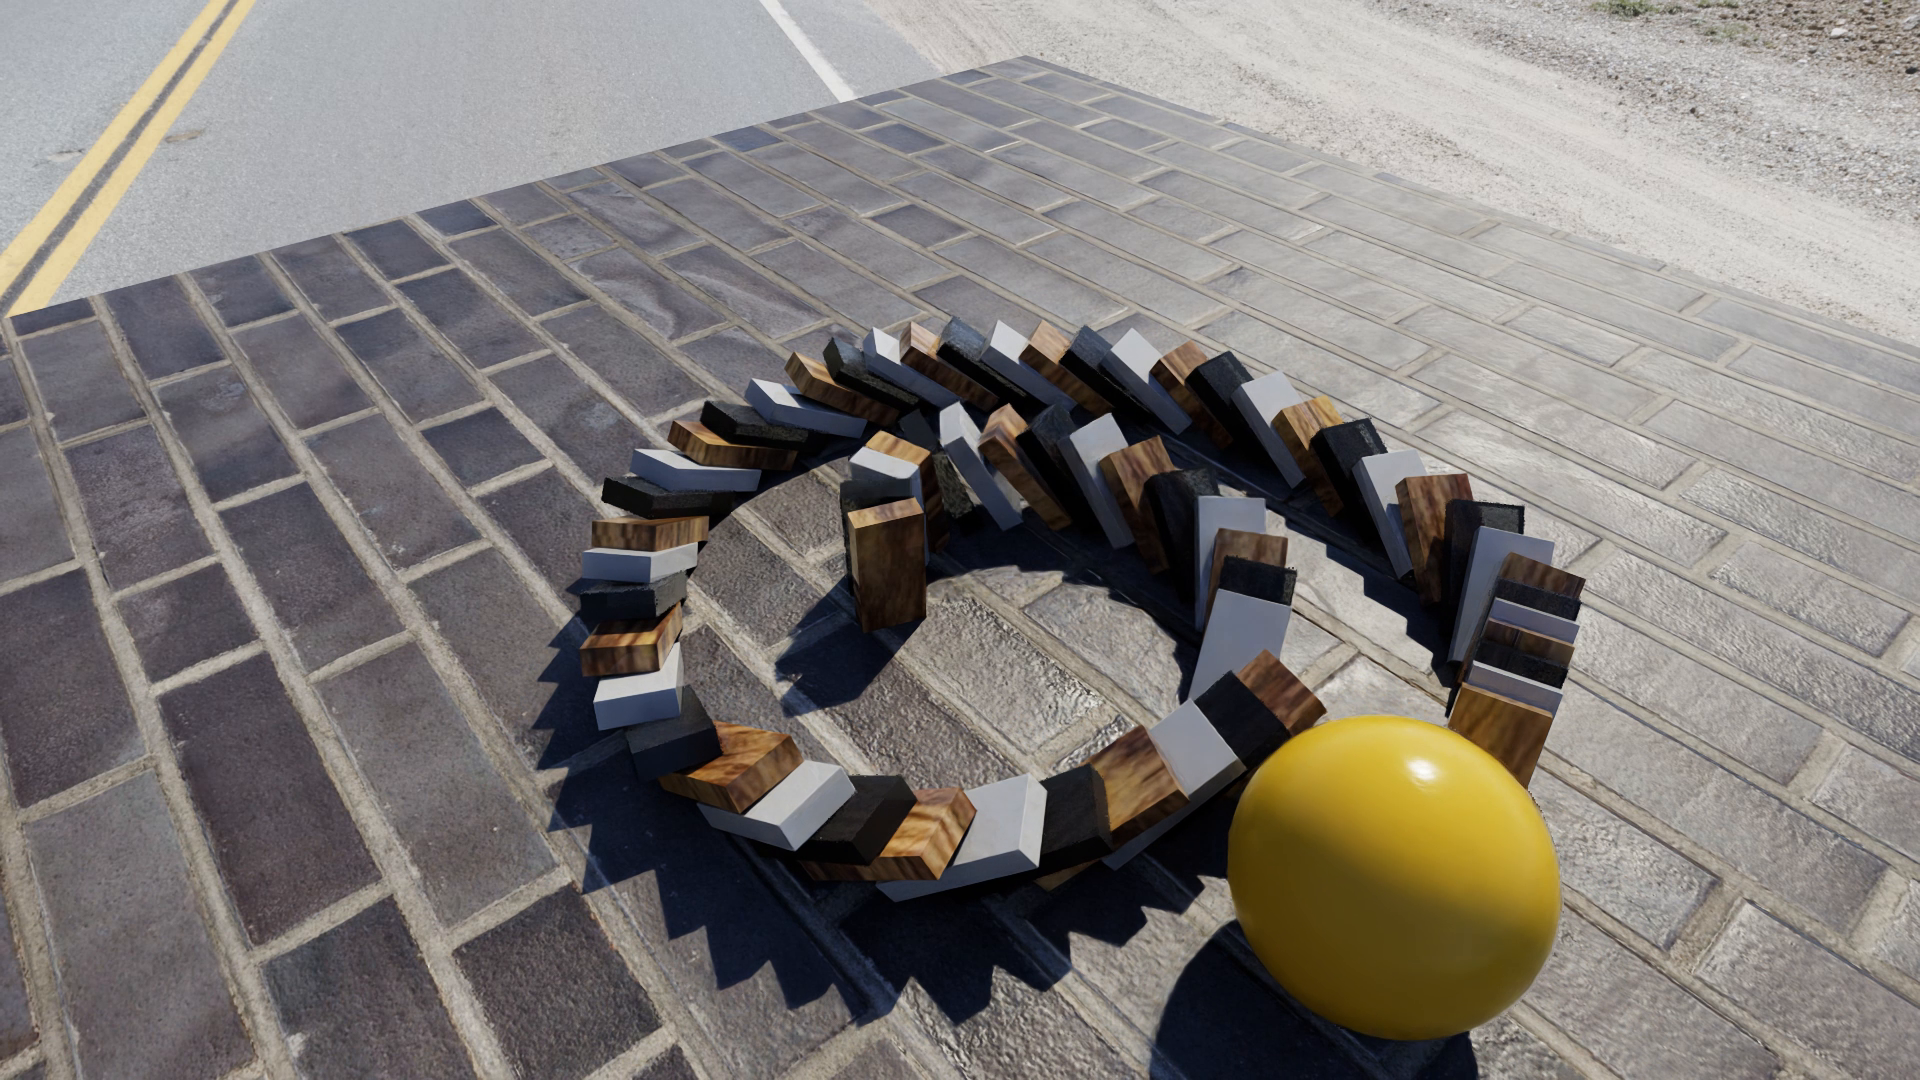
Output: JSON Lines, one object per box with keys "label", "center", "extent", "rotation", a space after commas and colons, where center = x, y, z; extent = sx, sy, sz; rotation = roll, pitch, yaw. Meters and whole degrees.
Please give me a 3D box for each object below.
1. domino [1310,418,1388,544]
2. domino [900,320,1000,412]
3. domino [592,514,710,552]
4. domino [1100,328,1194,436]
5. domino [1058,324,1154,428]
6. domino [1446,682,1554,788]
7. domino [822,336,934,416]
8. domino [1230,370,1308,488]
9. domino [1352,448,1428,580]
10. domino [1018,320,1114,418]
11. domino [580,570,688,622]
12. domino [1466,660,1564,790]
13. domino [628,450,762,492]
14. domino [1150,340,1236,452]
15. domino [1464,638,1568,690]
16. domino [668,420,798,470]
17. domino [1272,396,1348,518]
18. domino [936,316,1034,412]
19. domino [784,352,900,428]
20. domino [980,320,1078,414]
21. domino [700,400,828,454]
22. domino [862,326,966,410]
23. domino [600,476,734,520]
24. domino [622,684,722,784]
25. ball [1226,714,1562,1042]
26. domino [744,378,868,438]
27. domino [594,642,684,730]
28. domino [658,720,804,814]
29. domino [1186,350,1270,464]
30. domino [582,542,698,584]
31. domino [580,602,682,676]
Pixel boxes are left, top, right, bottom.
{"label": "domino", "center": [0.169, -0.025, 0.457], "extent": [0.025, 0.009, 0.050], "rotation": [-14, 68, -18]}
{"label": "domino", "center": [-0.005, -0.082, 0.522], "extent": [0.050, 0.010, 0.025], "rotation": [28, 31, -22]}
{"label": "domino", "center": [-0.119, -0.004, 0.427], "extent": [0.025, 0.010, 0.050], "rotation": [5, 6, 9]}
{"label": "domino", "center": [0.091, -0.074, 0.514], "extent": [0.050, 0.010, 0.025], "rotation": [43, 47, 0]}
{"label": "domino", "center": [0.072, -0.078, 0.518], "extent": [0.050, 0.010, 0.025], "rotation": [37, 44, -5]}
{"label": "domino", "center": [0.154, 0.071, 0.327], "extent": [0.025, 0.050, 0.009], "rotation": [19, 10, 22]}
{"label": "domino", "center": [-0.038, -0.075, 0.513], "extent": [0.050, 0.010, 0.025], "rotation": [21, 28, -33]}
{"label": "domino", "center": [0.144, -0.049, 0.485], "extent": [0.025, 0.009, 0.050], "rotation": [-21, 72, -26]}
{"label": "domino", "center": [0.179, -0.011, 0.440], "extent": [0.025, 0.009, 0.050], "rotation": [-10, 67, -12]}
{"label": "domino", "center": [0.053, -0.081, 0.522], "extent": [0.050, 0.009, 0.025], "rotation": [36, 42, -8]}
{"label": "domino", "center": [-0.117, 0.020, 0.399], "extent": [0.025, 0.010, 0.050], "rotation": [-3, 6, -2]}
{"label": "domino", "center": [0.161, 0.065, 0.335], "extent": [0.025, 0.050, 0.009], "rotation": [19, 10, 22]}
{"label": "domino", "center": [-0.110, -0.029, 0.459], "extent": [0.025, 0.009, 0.050], "rotation": [23, 14, 28]}
{"label": "domino", "center": [0.113, -0.067, 0.507], "extent": [0.025, 0.010, 0.050], "rotation": [-33, 79, -34]}
{"label": "domino", "center": [0.166, 0.059, 0.342], "extent": [0.025, 0.050, 0.009], "rotation": [19, 10, 22]}
{"label": "domino", "center": [-0.097, -0.040, 0.474], "extent": [0.025, 0.009, 0.050], "rotation": [32, 19, 33]}
{"label": "domino", "center": [0.158, -0.036, 0.471], "extent": [0.025, 0.010, 0.050], "rotation": [-18, 70, -21]}
{"label": "domino", "center": [0.013, -0.084, 0.524], "extent": [0.050, 0.010, 0.025], "rotation": [32, 35, -15]}
{"label": "domino", "center": [-0.054, -0.069, 0.506], "extent": [0.050, 0.009, 0.025], "rotation": [18, 24, -40]}
{"label": "domino", "center": [0.034, -0.082, 0.523], "extent": [0.050, 0.009, 0.025], "rotation": [32, 39, -13]}
{"label": "domino", "center": [-0.086, -0.050, 0.484], "extent": [0.025, 0.009, 0.050], "rotation": [34, 20, 36]}
{"label": "domino", "center": [-0.022, -0.079, 0.519], "extent": [0.050, 0.009, 0.025], "rotation": [25, 30, -27]}
{"label": "domino", "center": [-0.117, -0.018, 0.446], "extent": [0.025, 0.009, 0.050], "rotation": [20, 12, 23]}
{"label": "domino", "center": [-0.094, 0.061, 0.351], "extent": [0.025, 0.009, 0.050], "rotation": [-17, 14, -19]}
{"label": "ball", "center": [0.110, 0.085, 0.284], "extent": [0.080, 0.080, 0.080], "rotation": [0, 39, 0]}
{"label": "domino", "center": [-0.069, -0.059, 0.497], "extent": [0.050, 0.010, 0.025], "rotation": [6, 28, -43]}
{"label": "domino", "center": [-0.106, 0.048, 0.368], "extent": [0.025, 0.010, 0.050], "rotation": [-9, 13, -11]}
{"label": "domino", "center": [-0.073, 0.069, 0.340], "extent": [0.025, 0.010, 0.050], "rotation": [-36, 21, -35]}
{"label": "domino", "center": [0.128, -0.060, 0.498], "extent": [0.025, 0.010, 0.050], "rotation": [-28, 76, -33]}
{"label": "domino", "center": [-0.119, 0.007, 0.414], "extent": [0.025, 0.010, 0.050], "rotation": [4, 6, 5]}
{"label": "domino", "center": [-0.114, 0.034, 0.386], "extent": [0.025, 0.009, 0.050], "rotation": [-4, 13, -5]}
